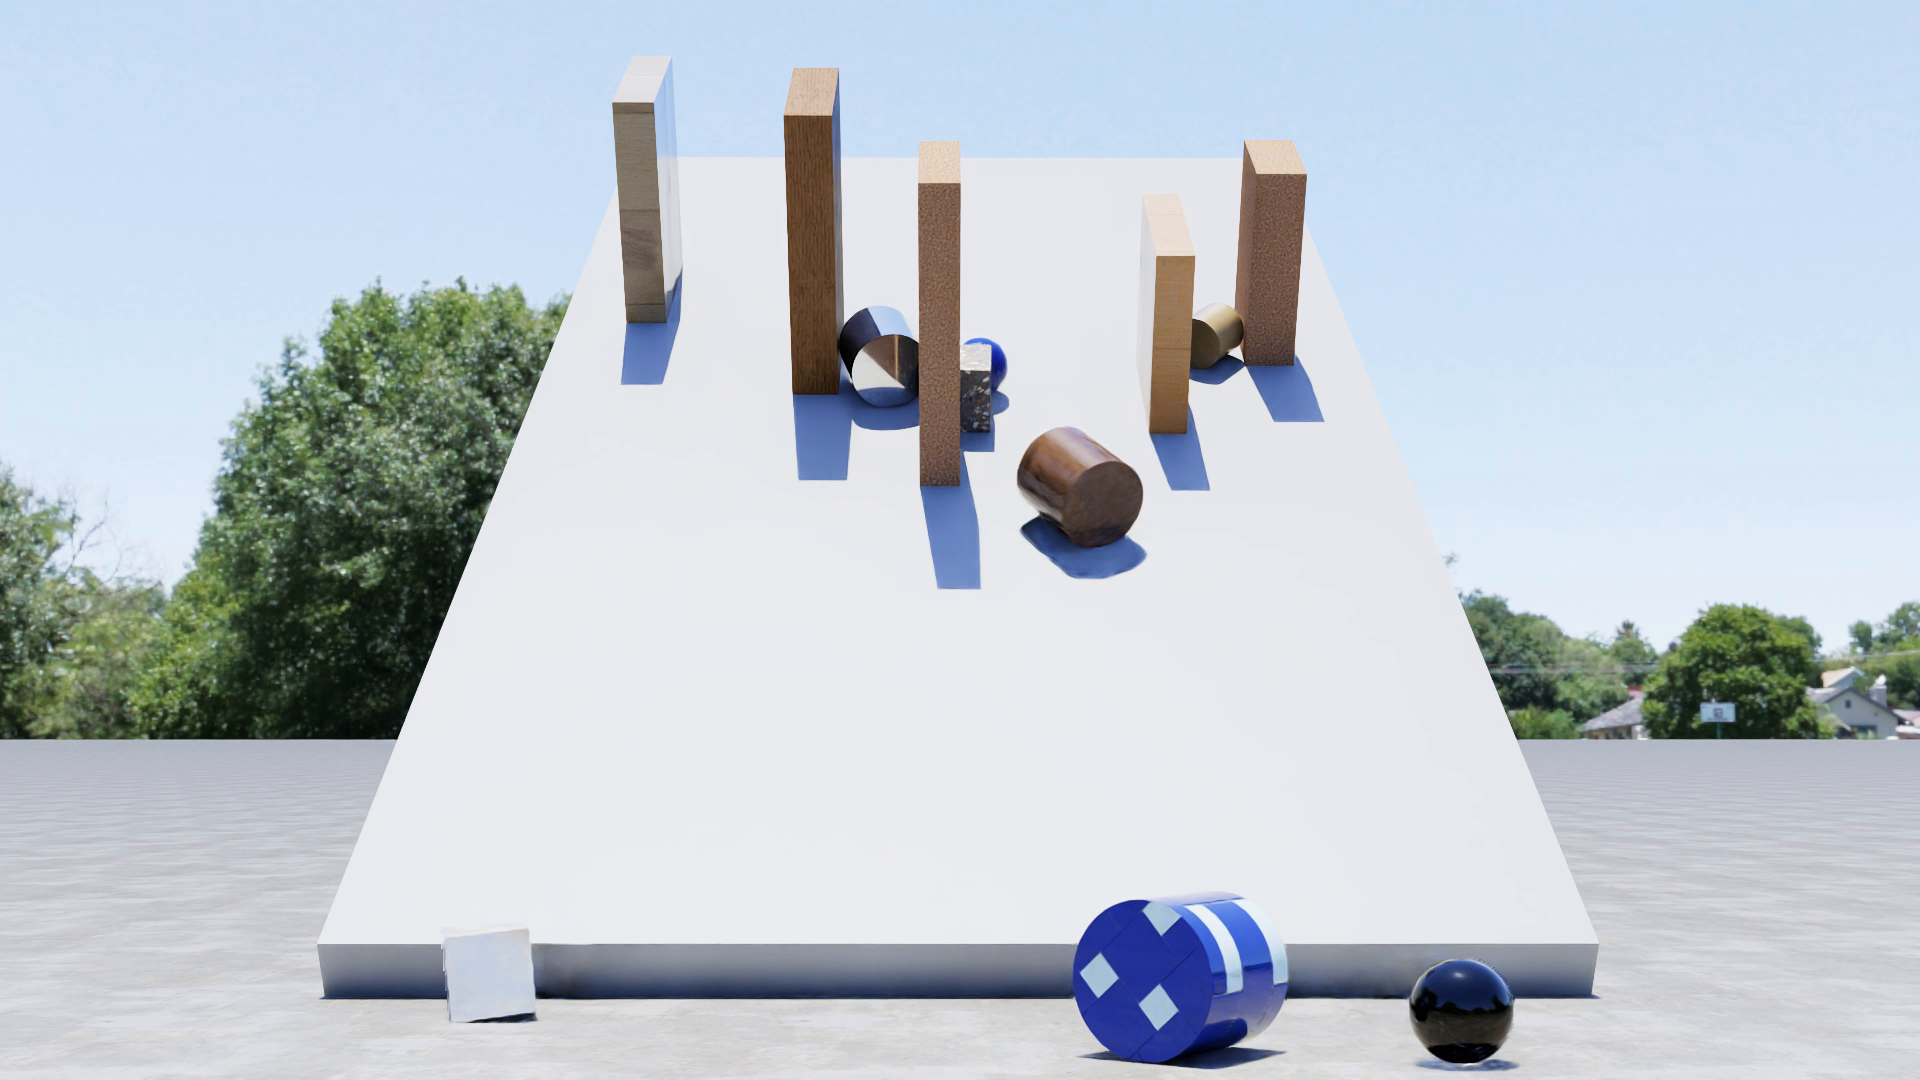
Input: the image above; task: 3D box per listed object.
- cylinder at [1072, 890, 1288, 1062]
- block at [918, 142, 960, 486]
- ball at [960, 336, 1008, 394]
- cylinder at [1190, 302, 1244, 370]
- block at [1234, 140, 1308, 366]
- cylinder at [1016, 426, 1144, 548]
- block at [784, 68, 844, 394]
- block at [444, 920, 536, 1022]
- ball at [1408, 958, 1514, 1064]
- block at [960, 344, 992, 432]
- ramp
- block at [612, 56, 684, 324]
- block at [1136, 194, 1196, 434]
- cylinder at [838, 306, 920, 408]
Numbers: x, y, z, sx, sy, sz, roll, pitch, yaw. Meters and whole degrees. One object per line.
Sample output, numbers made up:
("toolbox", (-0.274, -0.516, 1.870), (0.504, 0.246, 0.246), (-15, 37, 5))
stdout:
("cylinder", (0.286, 0.562, 3.062), (0.204, 0.204, 0.204), (-3, -6, 35))
("block", (-0.044, -0.490, 5.146), (0.088, 0.689, 0.287), (0, 27, 0))
("ball", (0.045, -0.410, 5.597), (0.140, 0.140, 0.140), (0, -5, 0))
("cylinder", (0.608, -0.500, 5.790), (0.129, 0.129, 0.129), (-3, 20, 37))
("block", (0.756, -0.704, 5.799), (0.119, 0.487, 0.268), (0, 27, 0))
("cylinder", (0.250, -0.112, 4.946), (0.195, 0.195, 0.195), (3, 22, -30))
("block", (-0.344, -0.738, 5.644), (0.108, 0.681, 0.394), (0, 27, 0))
("block", (-0.685, 0.628, 3.453), (0.121, 0.121, 0.121), (-6, -3, -12))
("ball", (0.628, 0.591, 2.967), (0.130, 0.130, 0.130), (0, -5, 0))
("block", (-0.007, -0.351, 5.463), (0.154, 0.154, 0.154), (1, 27, 1))
("ramp", (-0.010, -0.227, 5.501), (2.000, 0.100, 4.000), (0, 27, 0))
("block", (-0.799, -0.905, 6.089), (0.102, 0.576, 0.424), (0, 27, 0))
("block", (0.475, -0.531, 5.515), (0.087, 0.432, 0.424), (0, 27, 0))
("cylinder", (-0.180, -0.434, 5.593), (0.186, 0.186, 0.186), (1, 26, -14))
